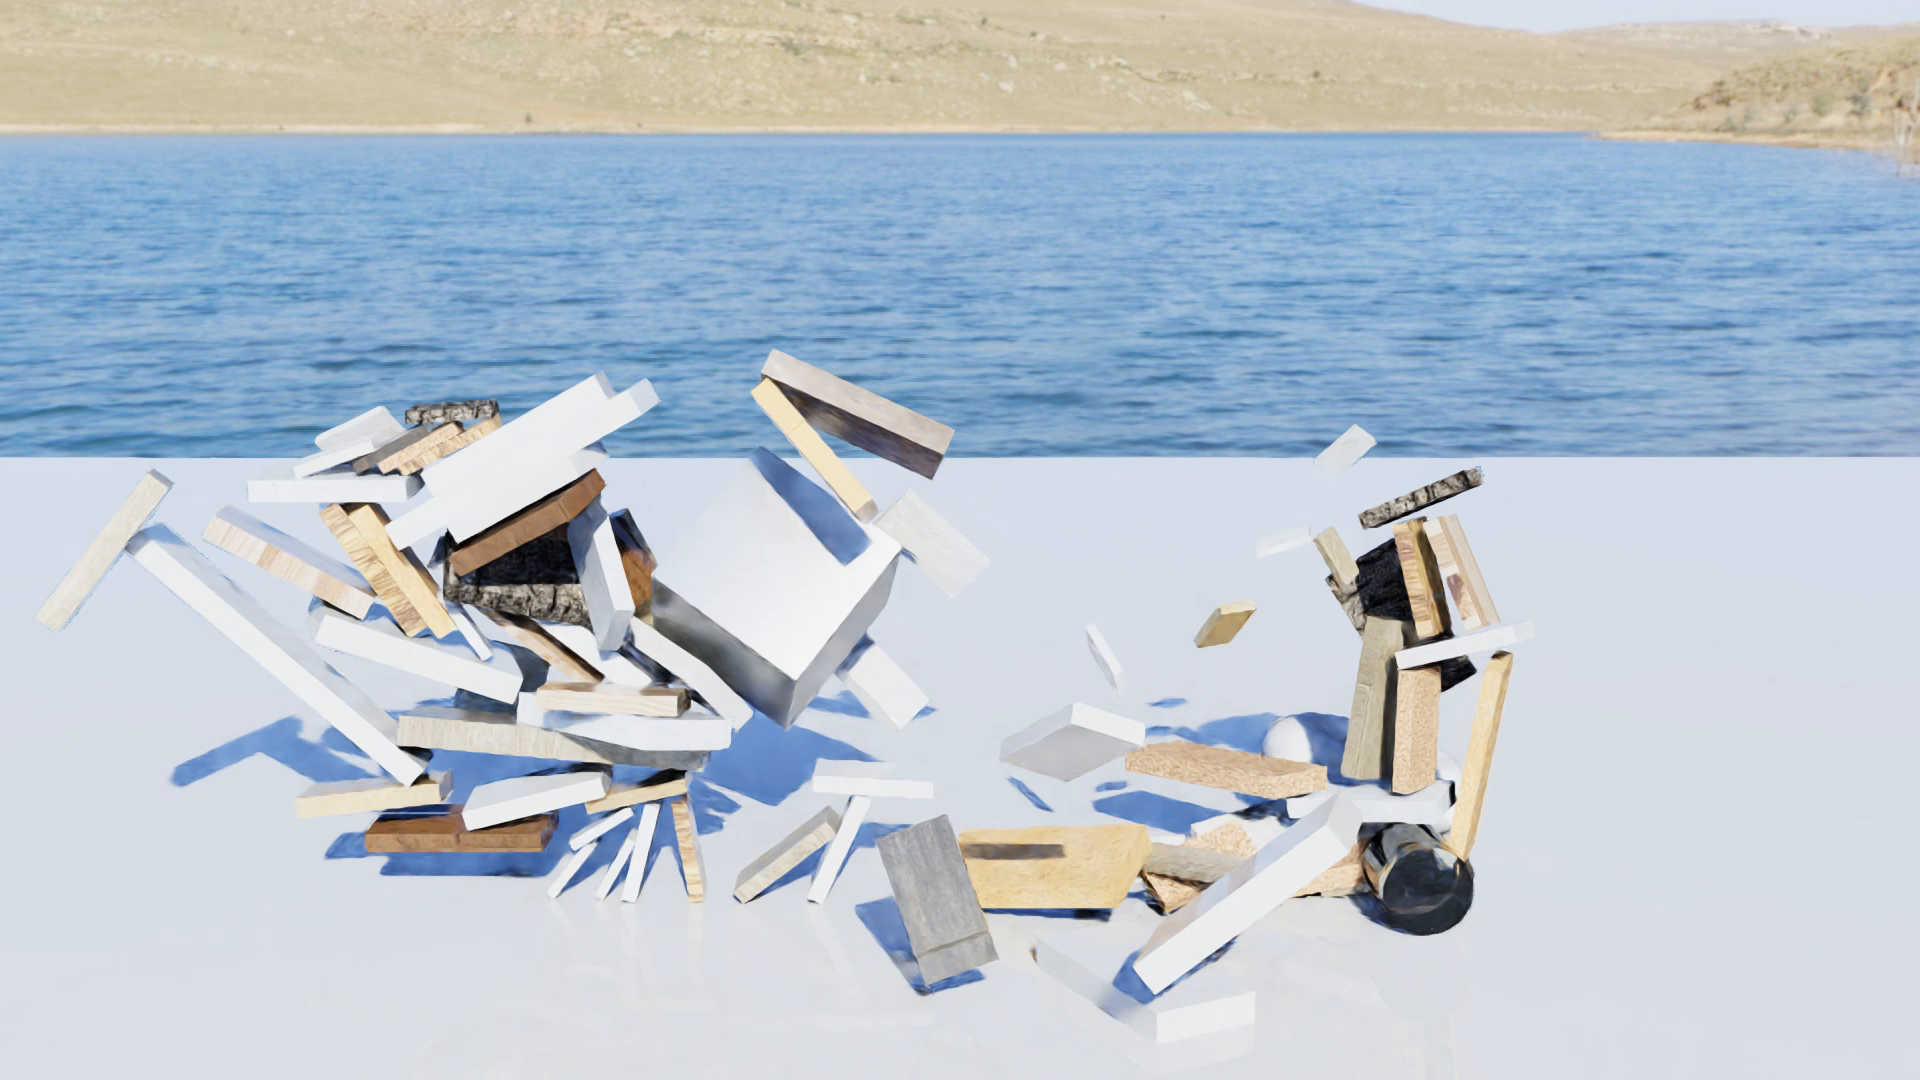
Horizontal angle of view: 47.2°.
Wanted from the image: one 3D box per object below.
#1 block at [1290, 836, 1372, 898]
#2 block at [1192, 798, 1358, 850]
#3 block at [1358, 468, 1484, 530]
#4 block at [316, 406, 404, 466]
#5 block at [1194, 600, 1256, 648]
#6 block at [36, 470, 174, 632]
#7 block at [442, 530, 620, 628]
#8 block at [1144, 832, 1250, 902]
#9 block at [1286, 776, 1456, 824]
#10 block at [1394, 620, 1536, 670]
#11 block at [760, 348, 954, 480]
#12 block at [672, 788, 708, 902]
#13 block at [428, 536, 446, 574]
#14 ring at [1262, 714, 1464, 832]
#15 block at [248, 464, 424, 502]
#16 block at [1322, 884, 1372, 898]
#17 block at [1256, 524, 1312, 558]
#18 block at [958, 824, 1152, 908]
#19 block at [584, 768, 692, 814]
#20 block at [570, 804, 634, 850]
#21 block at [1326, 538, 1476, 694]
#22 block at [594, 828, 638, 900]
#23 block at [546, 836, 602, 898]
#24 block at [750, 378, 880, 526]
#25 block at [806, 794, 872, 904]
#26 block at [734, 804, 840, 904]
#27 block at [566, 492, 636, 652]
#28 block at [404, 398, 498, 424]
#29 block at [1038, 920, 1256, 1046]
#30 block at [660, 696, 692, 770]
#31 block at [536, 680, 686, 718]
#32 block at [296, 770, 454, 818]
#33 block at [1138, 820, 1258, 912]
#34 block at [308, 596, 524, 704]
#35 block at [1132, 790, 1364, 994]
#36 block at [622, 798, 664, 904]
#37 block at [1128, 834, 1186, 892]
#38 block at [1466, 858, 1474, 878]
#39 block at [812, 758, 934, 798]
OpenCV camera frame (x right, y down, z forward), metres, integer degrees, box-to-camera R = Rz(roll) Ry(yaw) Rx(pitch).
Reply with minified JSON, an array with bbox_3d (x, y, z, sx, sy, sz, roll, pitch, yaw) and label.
[{"bbox_3d":[0.655,0.541,3.683,0.250,0.035,0.125,-12,9,6],"label":"block"},{"bbox_3d":[0.533,0.499,3.731,0.250,0.035,0.125,-15,34,-11],"label":"block"},{"bbox_3d":[0.748,-0.066,3.567,0.189,0.027,0.095,-24,-8,25],"label":"block"},{"bbox_3d":[-0.970,-0.165,3.564,0.132,0.066,0.019,-22,37,18],"label":"block"},{"bbox_3d":[0.408,0.130,3.391,0.059,0.017,0.117,-8,-26,-20],"label":"block"},{"bbox_3d":[-1.348,0.014,3.473,0.039,0.277,0.139,38,-6,-15],"label":"block"},{"bbox_3d":[-0.699,0.059,3.606,0.286,0.041,0.143,13,43,-23],"label":"block"},{"bbox_3d":[0.394,0.543,3.642,0.184,0.026,0.092,-10,41,6],"label":"block"},{"bbox_3d":[0.685,0.432,3.659,0.250,0.035,0.125,-1,11,28],"label":"block"},{"bbox_3d":[0.817,0.169,3.557,0.202,0.029,0.101,-16,-5,31],"label":"block"},{"bbox_3d":[-0.169,-0.198,3.508,0.312,0.044,0.156,24,-15,-2],"label":"block"},{"bbox_3d":[-0.449,0.506,3.652,0.024,0.167,0.084,-10,10,-1],"label":"block"},{"bbox_3d":[-0.805,0.043,3.619,0.129,0.018,0.064,23,37,-14],"label":"block"},{"bbox_3d":[0.742,0.426,4.023,0.392,0.131,0.392,14,9,-2],"label":"ring"},{"bbox_3d":[-0.998,-0.091,3.527,0.248,0.035,0.124,0,13,0],"label":"block"},{"bbox_3d":[0.659,0.571,3.665,0.117,0.017,0.059,-10,9,7],"label":"block"},{"bbox_3d":[0.535,0.002,3.635,0.093,0.013,0.046,-17,23,15],"label":"block"},{"bbox_3d":[0.128,0.532,3.578,0.332,0.047,0.166,-5,24,27],"label":"block"},{"bbox_3d":[-0.530,0.412,3.634,0.167,0.024,0.084,-13,10,2],"label":"block"},{"bbox_3d":[-0.591,0.471,3.635,0.113,0.016,0.057,-31,7,-3],"label":"block"},{"bbox_3d":[0.757,0.146,3.779,0.134,0.268,0.038,-32,-1,13],"label":"block"},{"bbox_3d":[-0.570,0.538,3.657,0.016,0.113,0.057,29,8,-6],"label":"block"},{"bbox_3d":[-0.641,0.542,3.658,0.016,0.113,0.057,39,13,-1],"label":"block"},{"bbox_3d":[-0.219,-0.133,3.349,0.035,0.245,0.122,-41,-10,-3],"label":"block"},{"bbox_3d":[-0.198,0.498,3.647,0.028,0.195,0.098,25,10,-4],"label":"block"},{"bbox_3d":[-0.287,0.521,3.652,0.195,0.028,0.098,-37,8,6],"label":"block"},{"bbox_3d":[-0.583,0.048,3.559,0.033,0.235,0.117,-5,-33,-27],"label":"block"},{"bbox_3d":[-0.811,-0.205,3.511,0.136,0.019,0.068,-5,13,-1],"label":"block"},{"bbox_3d":[0.269,0.646,3.238,0.166,0.047,0.332,-6,12,-27],"label":"block"},{"bbox_3d":[-0.497,0.313,3.895,0.028,0.199,0.099,11,12,-8],"label":"block"},{"bbox_3d":[-0.550,0.251,3.479,0.220,0.031,0.110,3,3,0],"label":"block"},{"bbox_3d":[-0.964,0.418,3.631,0.232,0.033,0.116,-6,6,-2],"label":"block"},{"bbox_3d":[0.392,0.530,3.579,0.184,0.026,0.092,-22,46,-14],"label":"block"},{"bbox_3d":[-0.898,0.172,3.628,0.337,0.048,0.168,21,8,-24],"label":"block"},{"bbox_3d":[0.387,0.469,2.941,0.332,0.047,0.166,-40,-3,19],"label":"block"},{"bbox_3d":[-0.526,0.508,3.649,0.024,0.167,0.084,14,10,-4],"label":"block"},{"bbox_3d":[0.284,0.538,3.640,0.184,0.026,0.092,-5,42,11],"label":"block"},{"bbox_3d":[0.789,0.550,3.653,0.117,0.017,0.058,-9,14,2],"label":"block"},{"bbox_3d":[-0.142,0.393,3.627,0.195,0.028,0.098,3,11,0],"label":"block"}]
